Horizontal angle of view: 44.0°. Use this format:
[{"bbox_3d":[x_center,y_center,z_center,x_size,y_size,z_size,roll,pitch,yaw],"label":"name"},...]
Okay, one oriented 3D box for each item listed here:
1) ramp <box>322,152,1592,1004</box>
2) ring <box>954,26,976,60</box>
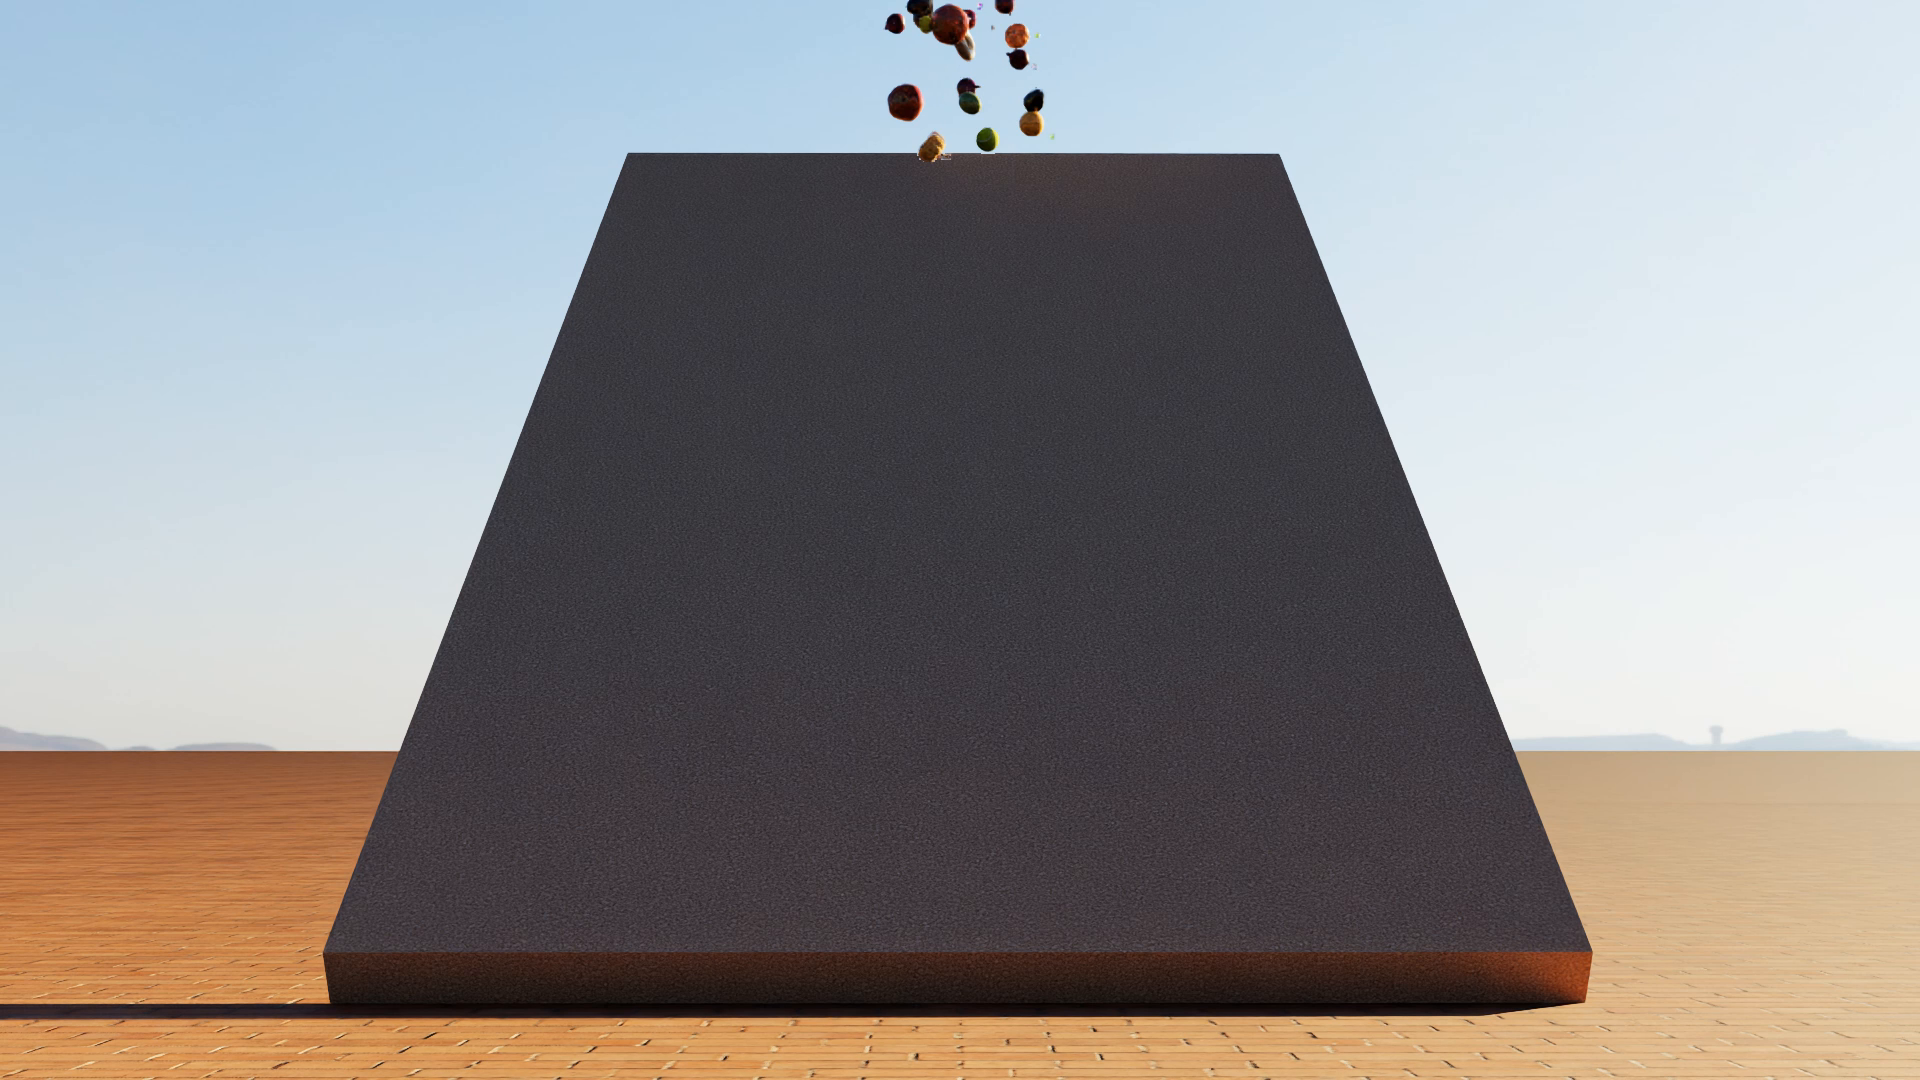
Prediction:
[{"bbox_3d":[-0.011,-0.225,5.540,2.000,0.100,4.000,0,27,0],"label":"ramp"},{"bbox_3d":[0.013,-1.476,7.067,0.036,0.107,0.107,-17,-11,22],"label":"ring"}]
